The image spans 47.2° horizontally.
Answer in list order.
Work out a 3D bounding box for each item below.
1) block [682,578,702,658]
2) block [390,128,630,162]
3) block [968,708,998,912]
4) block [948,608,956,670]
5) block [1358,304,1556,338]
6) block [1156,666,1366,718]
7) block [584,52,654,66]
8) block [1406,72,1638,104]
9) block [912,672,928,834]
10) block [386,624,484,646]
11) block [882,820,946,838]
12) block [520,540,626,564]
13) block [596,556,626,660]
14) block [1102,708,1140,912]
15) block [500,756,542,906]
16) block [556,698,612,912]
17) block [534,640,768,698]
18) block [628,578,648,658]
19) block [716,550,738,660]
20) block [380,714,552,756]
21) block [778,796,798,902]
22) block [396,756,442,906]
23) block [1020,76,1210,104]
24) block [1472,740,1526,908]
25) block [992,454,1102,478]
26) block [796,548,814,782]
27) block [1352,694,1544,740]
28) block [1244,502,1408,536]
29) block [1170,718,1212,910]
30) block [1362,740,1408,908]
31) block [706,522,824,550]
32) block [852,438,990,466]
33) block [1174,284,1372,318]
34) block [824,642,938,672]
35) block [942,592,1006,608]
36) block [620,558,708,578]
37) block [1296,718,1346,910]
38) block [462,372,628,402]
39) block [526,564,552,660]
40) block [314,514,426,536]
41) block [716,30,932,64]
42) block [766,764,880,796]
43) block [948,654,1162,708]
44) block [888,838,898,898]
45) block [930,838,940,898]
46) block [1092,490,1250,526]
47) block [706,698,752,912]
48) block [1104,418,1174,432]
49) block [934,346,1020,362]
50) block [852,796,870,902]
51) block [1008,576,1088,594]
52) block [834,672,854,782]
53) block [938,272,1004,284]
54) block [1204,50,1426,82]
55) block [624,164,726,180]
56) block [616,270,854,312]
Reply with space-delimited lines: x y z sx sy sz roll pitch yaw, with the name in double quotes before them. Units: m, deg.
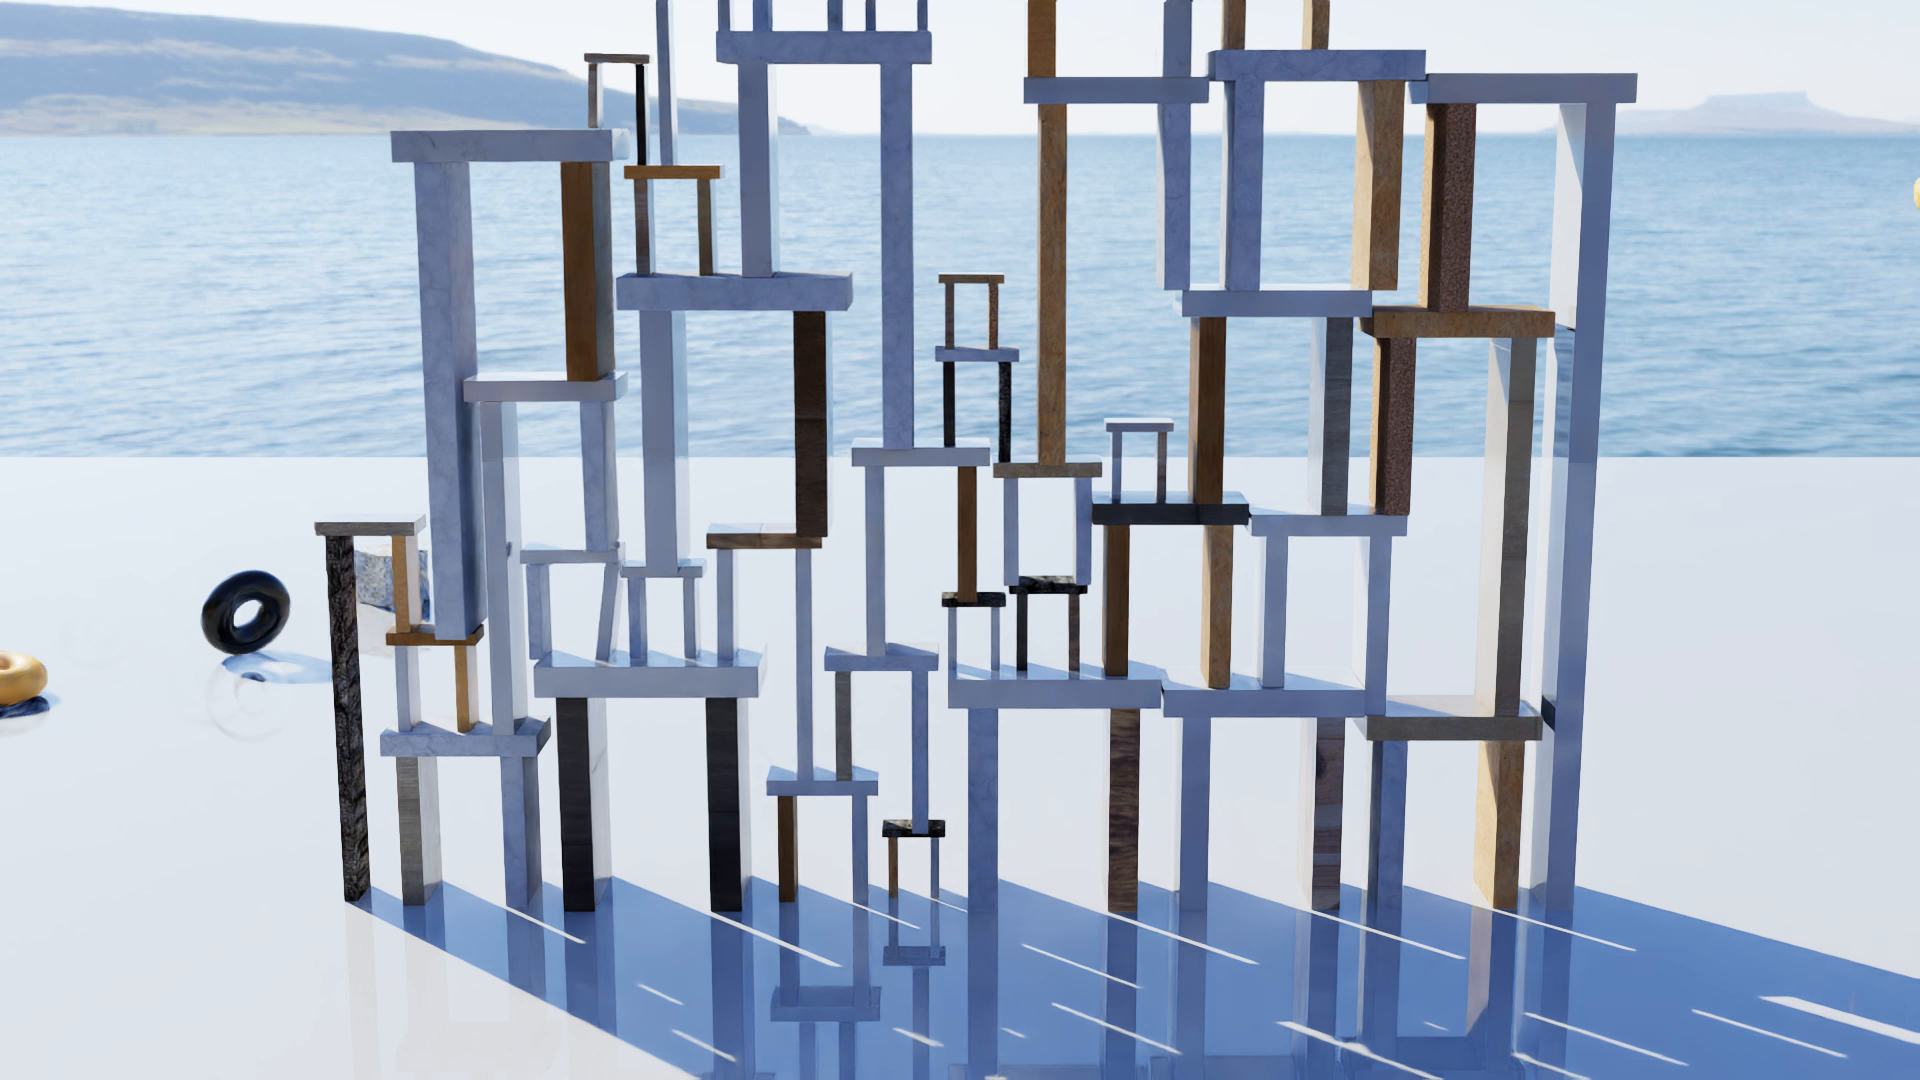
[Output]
"block" -0.437 0.120 3.588 0.019 0.133 0.067 0 11 0
"block" -0.700 -0.618 3.442 0.338 0.048 0.169 0 11 0
"block" 0.038 0.423 3.636 0.048 0.341 0.171 0 11 0
"block" -0.012 0.155 3.590 0.015 0.104 0.052 0 11 0
"block" 0.786 -0.348 3.496 0.282 0.040 0.141 0 11 0
"block" 0.489 0.248 3.609 0.324 0.046 0.162 0 11 0
"block" -0.529 -0.748 3.417 0.101 0.014 0.050 1 10 -1
"block" 0.873 -0.703 3.430 0.319 0.045 0.159 0 11 0
"block" -0.066 0.338 3.623 0.026 0.274 0.092 0 11 0
"block" -0.855 0.154 3.584 0.144 0.020 0.072 0 11 0
"block" -0.076 0.479 3.654 0.104 0.015 0.052 0 11 0
"block" -0.626 0.019 3.563 0.158 0.022 0.079 -1 11 1
"block" -0.569 0.108 3.581 0.022 0.158 0.079 7 10 -1
"block" 0.265 0.423 3.636 0.048 0.341 0.171 0 11 0
"block" -0.728 0.464 3.650 0.036 0.254 0.127 0 11 0
"block" -0.621 0.413 3.640 0.051 0.359 0.180 0 11 0
"block" -0.502 0.211 3.603 0.359 0.051 0.180 0 11 0
"block" -0.526 0.120 3.589 0.019 0.133 0.067 0 11 2
"block" -0.378 0.096 3.578 0.026 0.184 0.092 1 11 0
"block" -0.812 0.322 3.624 0.254 0.036 0.127 0 11 0
"block" -0.286 0.500 3.656 0.026 0.183 0.091 0 11 0
"block" -0.897 0.464 3.650 0.036 0.254 0.127 0 11 0
"block" 0.238 -0.700 3.425 0.284 0.040 0.142 0 11 0
"block" 0.892 0.451 3.643 0.040 0.284 0.142 0 11 0
"block" 0.139 -0.119 3.536 0.175 0.025 0.087 0 11 -1
"block" -0.254 0.195 3.595 0.026 0.386 0.092 0 11 -3
"block" 0.798 0.291 3.614 0.283 0.040 0.142 0 11 0
"block" 0.587 -0.034 3.552 0.247 0.035 0.124 0 11 0
"block" 0.381 0.430 3.643 0.046 0.324 0.162 0 11 0
"block" 0.703 0.451 3.643 0.040 0.284 0.142 0 11 0
"block" -0.314 -0.007 3.554 0.185 0.026 0.092 0 11 -2
"block" -0.062 -0.141 3.534 0.220 0.031 0.110 0 11 0
"block" 0.493 -0.381 3.490 0.295 0.042 0.148 0 11 0
"block" -0.127 0.191 3.595 0.184 0.026 0.092 0 11 0
"block" 0.022 0.097 3.579 0.104 0.015 0.052 0 11 0
"block" -0.480 0.046 3.573 0.133 0.019 0.067 0 11 1
"block" 0.597 0.430 3.643 0.046 0.324 0.162 0 11 0
"block" -0.661 -0.245 3.516 0.240 0.034 0.120 0 11 1
"block" -0.685 0.109 3.581 0.022 0.158 0.079 0 11 0
"block" -0.953 -0.025 3.558 0.159 0.023 0.080 0 11 0
"block" -0.207 -0.764 3.417 0.327 0.046 0.163 0 11 0
"block" -0.225 0.397 3.637 0.183 0.026 0.091 0 11 0
"block" 0.151 0.231 3.600 0.341 0.048 0.171 0 11 0
"block" -0.111 0.538 3.665 0.015 0.104 0.052 0 11 0
"block" -0.042 0.538 3.665 0.015 0.104 0.052 0 11 0
"block" 0.335 -0.052 3.547 0.247 0.035 0.123 0 11 0
"block" -0.382 0.413 3.640 0.051 0.359 0.180 0 11 0
"block" 0.287 -0.184 3.530 0.108 0.015 0.054 0 11 0
"block" 0.027 -0.297 3.506 0.133 0.019 0.067 0 11 -1
"block" -0.164 0.500 3.656 0.026 0.183 0.091 0 11 0
"block" 0.142 0.073 3.578 0.127 0.018 0.063 0 11 -1
"block" -0.189 0.294 3.614 0.026 0.185 0.092 0 10 0
"block" 0.017 -0.415 3.483 0.104 0.015 0.052 0 11 -1
"block" 0.550 -0.738 3.424 0.320 0.045 0.160 0 11 0
"block" -0.448 -0.579 3.456 0.149 0.021 0.075 0 11 0
"block" -0.353 -0.396 3.488 0.356 0.050 0.178 0 11 0
